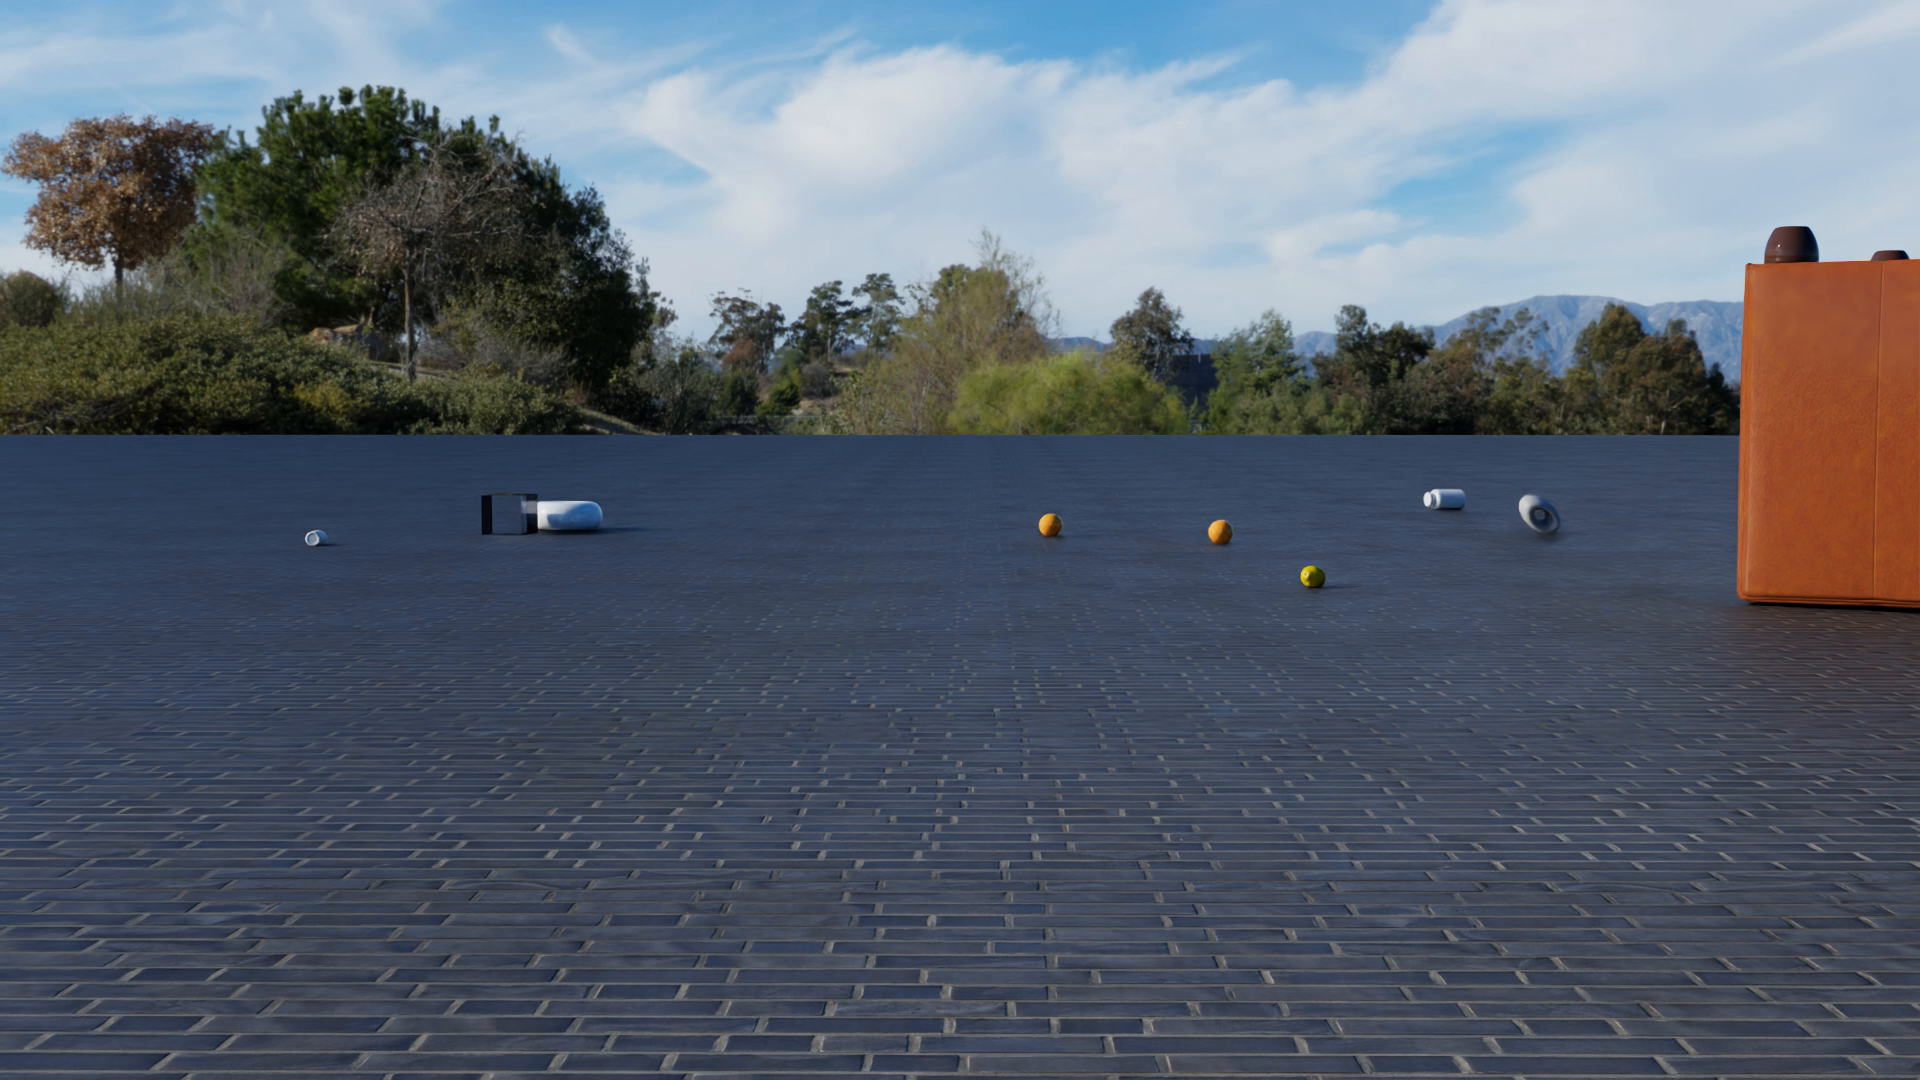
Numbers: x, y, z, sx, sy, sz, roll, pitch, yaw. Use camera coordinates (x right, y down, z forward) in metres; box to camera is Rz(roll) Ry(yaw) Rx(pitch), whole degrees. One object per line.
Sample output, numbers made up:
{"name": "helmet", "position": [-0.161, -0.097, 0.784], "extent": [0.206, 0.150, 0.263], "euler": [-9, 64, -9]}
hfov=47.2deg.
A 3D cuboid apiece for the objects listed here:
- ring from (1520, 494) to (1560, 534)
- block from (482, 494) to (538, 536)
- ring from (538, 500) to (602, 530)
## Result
{"name": "ring", "position": [1.808, -0.081, 6.860], "extent": [0.150, 0.094, 0.078], "euler": [39, 15, -15]}
{"name": "block", "position": [-1.396, -0.080, 6.819], "extent": [0.128, 0.122, 0.141], "euler": [1, 4, 10]}
{"name": "ring", "position": [-1.260, -0.078, 7.037], "extent": [0.231, 0.090, 0.253], "euler": [0, 3, -22]}
